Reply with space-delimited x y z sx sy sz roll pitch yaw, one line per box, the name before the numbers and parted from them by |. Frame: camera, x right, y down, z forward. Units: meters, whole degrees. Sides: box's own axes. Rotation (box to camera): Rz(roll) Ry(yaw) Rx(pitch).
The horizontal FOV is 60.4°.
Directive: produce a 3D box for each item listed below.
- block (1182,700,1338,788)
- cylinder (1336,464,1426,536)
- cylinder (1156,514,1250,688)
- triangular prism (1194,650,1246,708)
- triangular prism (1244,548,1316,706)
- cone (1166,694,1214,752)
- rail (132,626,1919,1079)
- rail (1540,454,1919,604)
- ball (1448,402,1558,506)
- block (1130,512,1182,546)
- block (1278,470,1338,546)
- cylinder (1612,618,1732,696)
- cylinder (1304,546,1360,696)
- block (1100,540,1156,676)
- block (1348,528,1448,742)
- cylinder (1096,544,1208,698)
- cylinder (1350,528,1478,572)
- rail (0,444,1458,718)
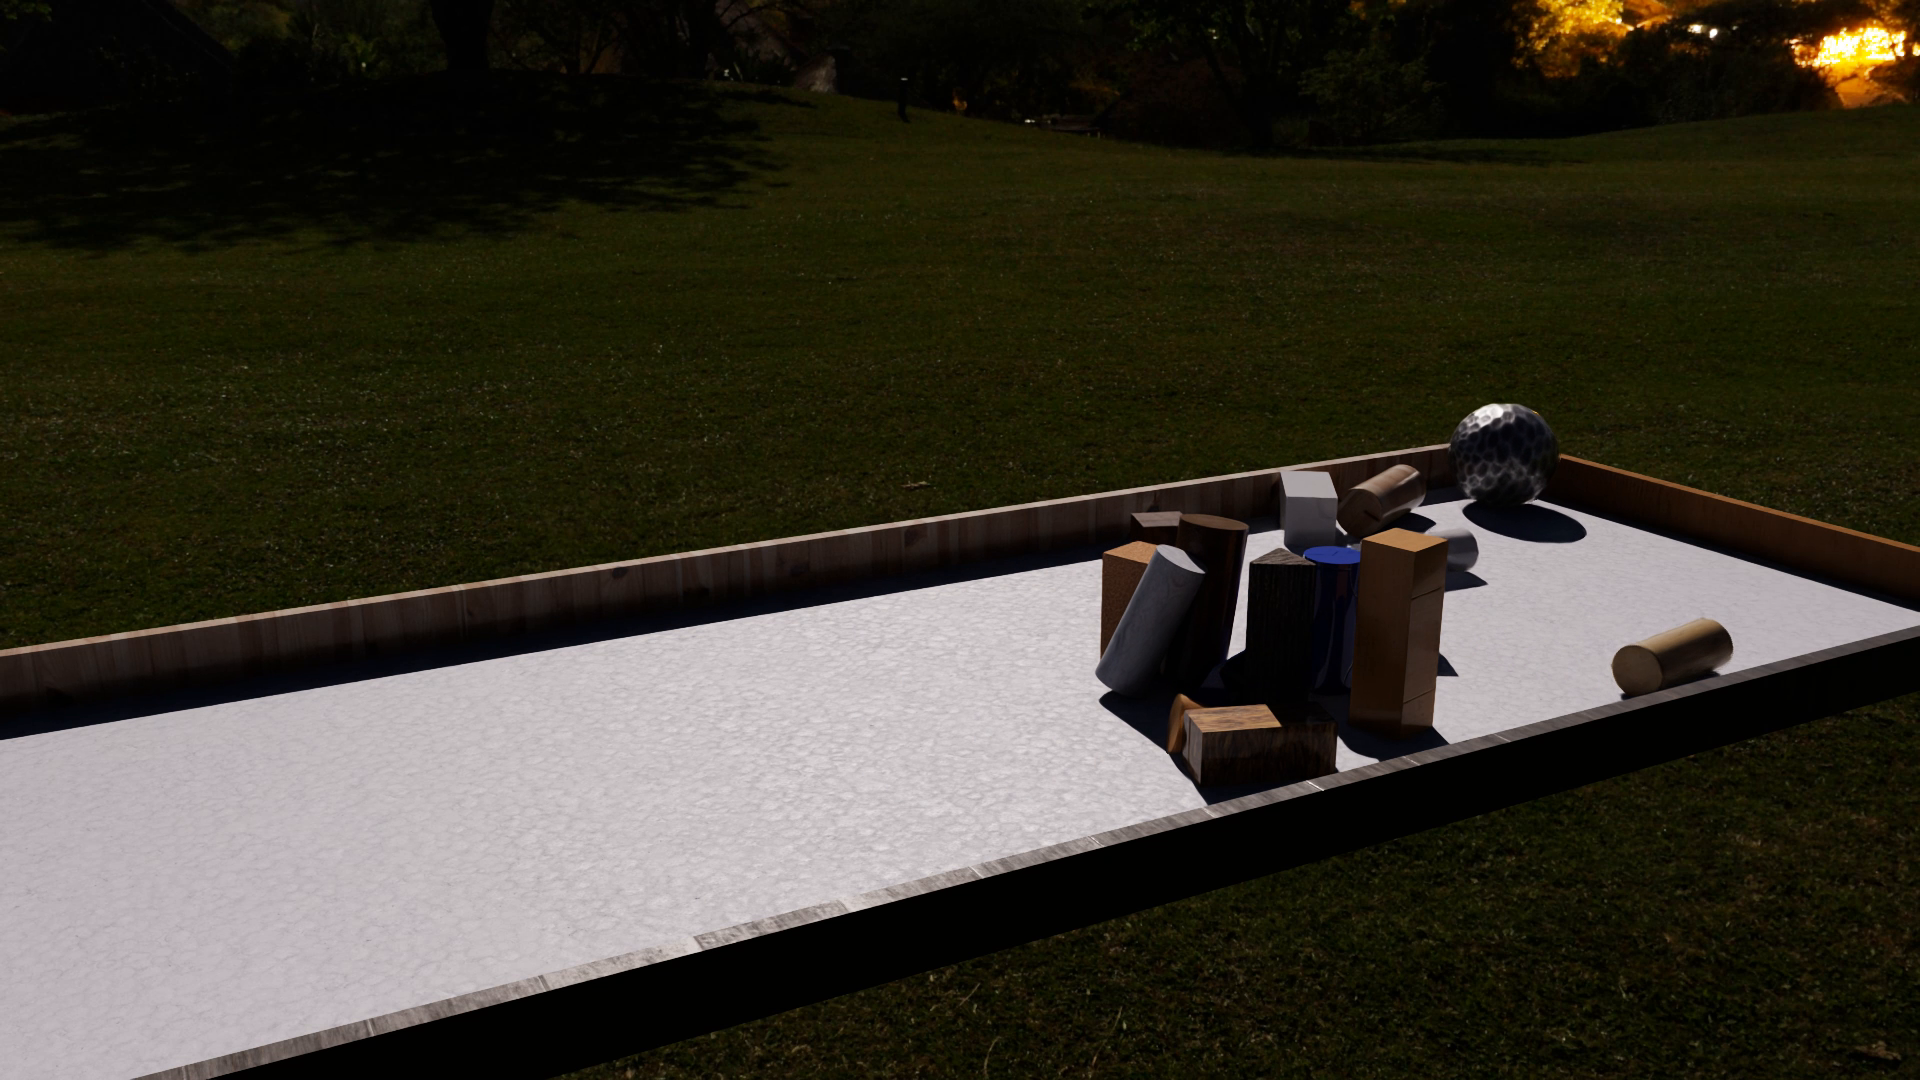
block | 0.655 0.445 3.612 0.306 0.128 0.128 -3 17 -10
cylinder | 1.412 -0.135 5.525 0.163 0.163 0.396 11 20 33
cylinder | 0.602 0.149 4.101 0.172 0.400 0.172 7 12 -1
triangular prism | 0.693 0.326 4.011 0.145 0.125 0.305 12 20 36
triangular prism | 0.743 0.229 3.863 0.147 0.402 0.128 2 17 7
cone | 0.651 0.444 3.727 0.345 0.135 0.135 11 16 -3
rail | -2.336 1.006 1.665 12.000 0.150 0.050 -9 18 -27
rail | 2.466 -0.048 5.253 0.050 0.150 2.100 -9 18 -27
ball | 1.883 -0.296 5.718 0.363 0.363 0.363 0 16 0
block | 0.545 0.091 4.498 0.137 0.308 0.137 -2 17 -8
block | 1.142 -0.107 5.432 0.161 0.161 0.345 2 17 7
cylinder | 1.782 0.293 4.123 0.326 0.133 0.133 -12 20 -36
cylinder | 0.916 0.199 4.078 0.150 0.338 0.150 0 16 0
block | 0.463 0.177 4.209 0.146 0.305 0.146 15 22 41
block | 1.011 0.217 3.808 0.139 0.455 0.139 -15 22 -41
cylinder | 0.463 0.198 4.006 0.135 0.356 0.135 22 19 -8
cylinder | 1.361 0.050 4.958 0.391 0.128 0.128 -8 18 -24
rail | -3.305 0.497 3.399 12.000 0.150 0.050 -9 18 -27
